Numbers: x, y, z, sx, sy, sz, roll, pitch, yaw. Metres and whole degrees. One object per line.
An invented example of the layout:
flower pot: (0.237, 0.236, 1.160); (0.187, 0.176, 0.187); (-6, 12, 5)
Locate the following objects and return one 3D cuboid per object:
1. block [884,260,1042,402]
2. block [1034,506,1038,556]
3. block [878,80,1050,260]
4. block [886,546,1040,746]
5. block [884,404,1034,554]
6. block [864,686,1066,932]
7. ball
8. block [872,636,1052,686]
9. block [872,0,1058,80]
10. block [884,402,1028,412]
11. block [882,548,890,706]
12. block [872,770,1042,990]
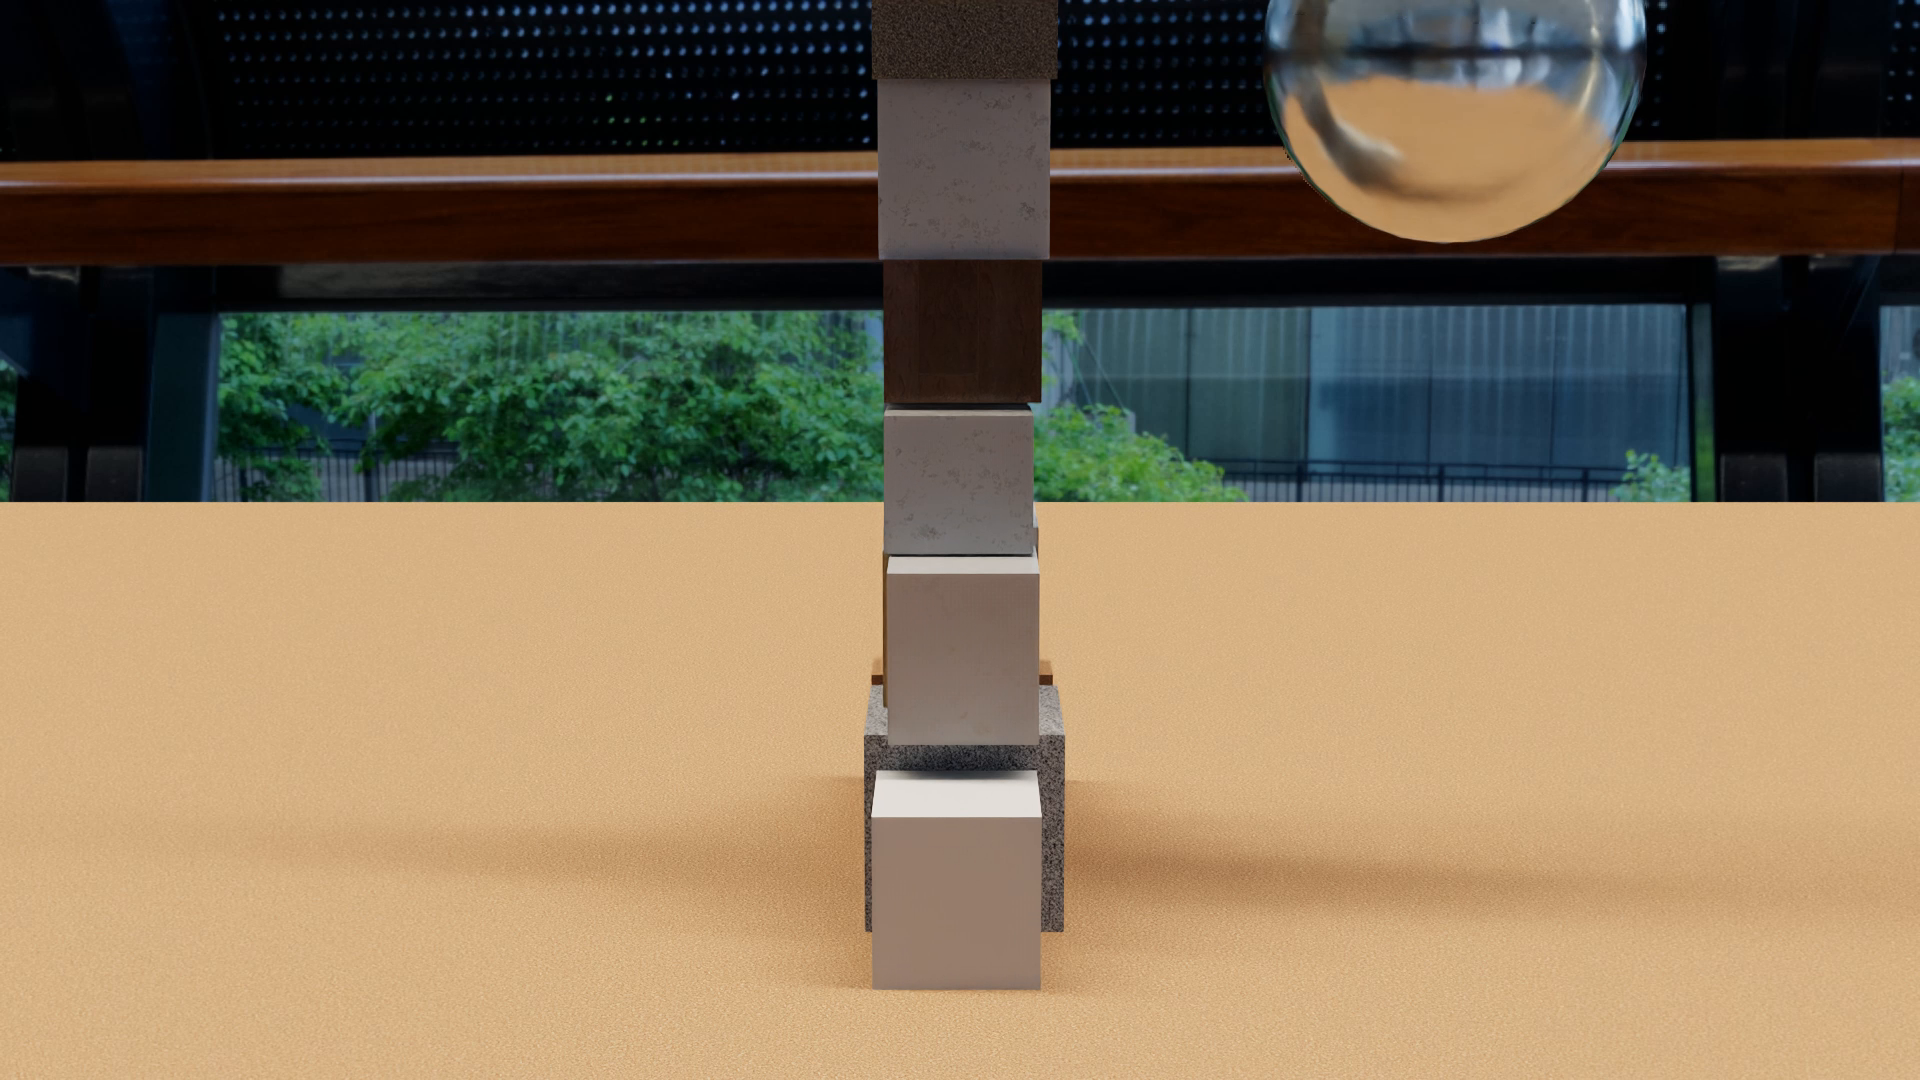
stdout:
block: (0.012, -0.933, 11.030); (0.660, 0.597, 0.667); (0, 11, 0)
block: (0.005, 0.257, 11.886); (0.695, 0.762, 0.687); (0, 10, 0)
block: (0.016, -1.588, 10.903); (0.711, 0.738, 0.601); (0, 11, 0)
block: (0.013, 0.425, 10.556); (0.608, 0.703, 0.599); (0, 10, 0)
block: (-0.006, -0.264, 10.815); (0.613, 0.568, 0.624); (0, 7, 0)
block: (0.019, 1.133, 10.983); (0.823, 0.841, 0.871); (0, 10, 0)
ball: (2.074, -2.053, 10.807); (1.600, 1.600, 1.600); (0, 10, 0)
block: (0.010, 0.917, 12.452); (0.847, 0.740, 0.847); (0, 10, 0)
block: (0.019, -2.349, 10.755); (0.759, 0.811, 0.724); (0, 11, 0)
block: (-0.019, -0.379, 11.451); (0.622, 0.632, 0.646); (0, 9, 0)
block: (-0.008, 0.323, 11.200); (0.638, 0.672, 0.674); (0, 9, 0)
block: (-0.013, 1.344, 10.229); (0.653, 0.695, 0.668); (0, 10, 0)
